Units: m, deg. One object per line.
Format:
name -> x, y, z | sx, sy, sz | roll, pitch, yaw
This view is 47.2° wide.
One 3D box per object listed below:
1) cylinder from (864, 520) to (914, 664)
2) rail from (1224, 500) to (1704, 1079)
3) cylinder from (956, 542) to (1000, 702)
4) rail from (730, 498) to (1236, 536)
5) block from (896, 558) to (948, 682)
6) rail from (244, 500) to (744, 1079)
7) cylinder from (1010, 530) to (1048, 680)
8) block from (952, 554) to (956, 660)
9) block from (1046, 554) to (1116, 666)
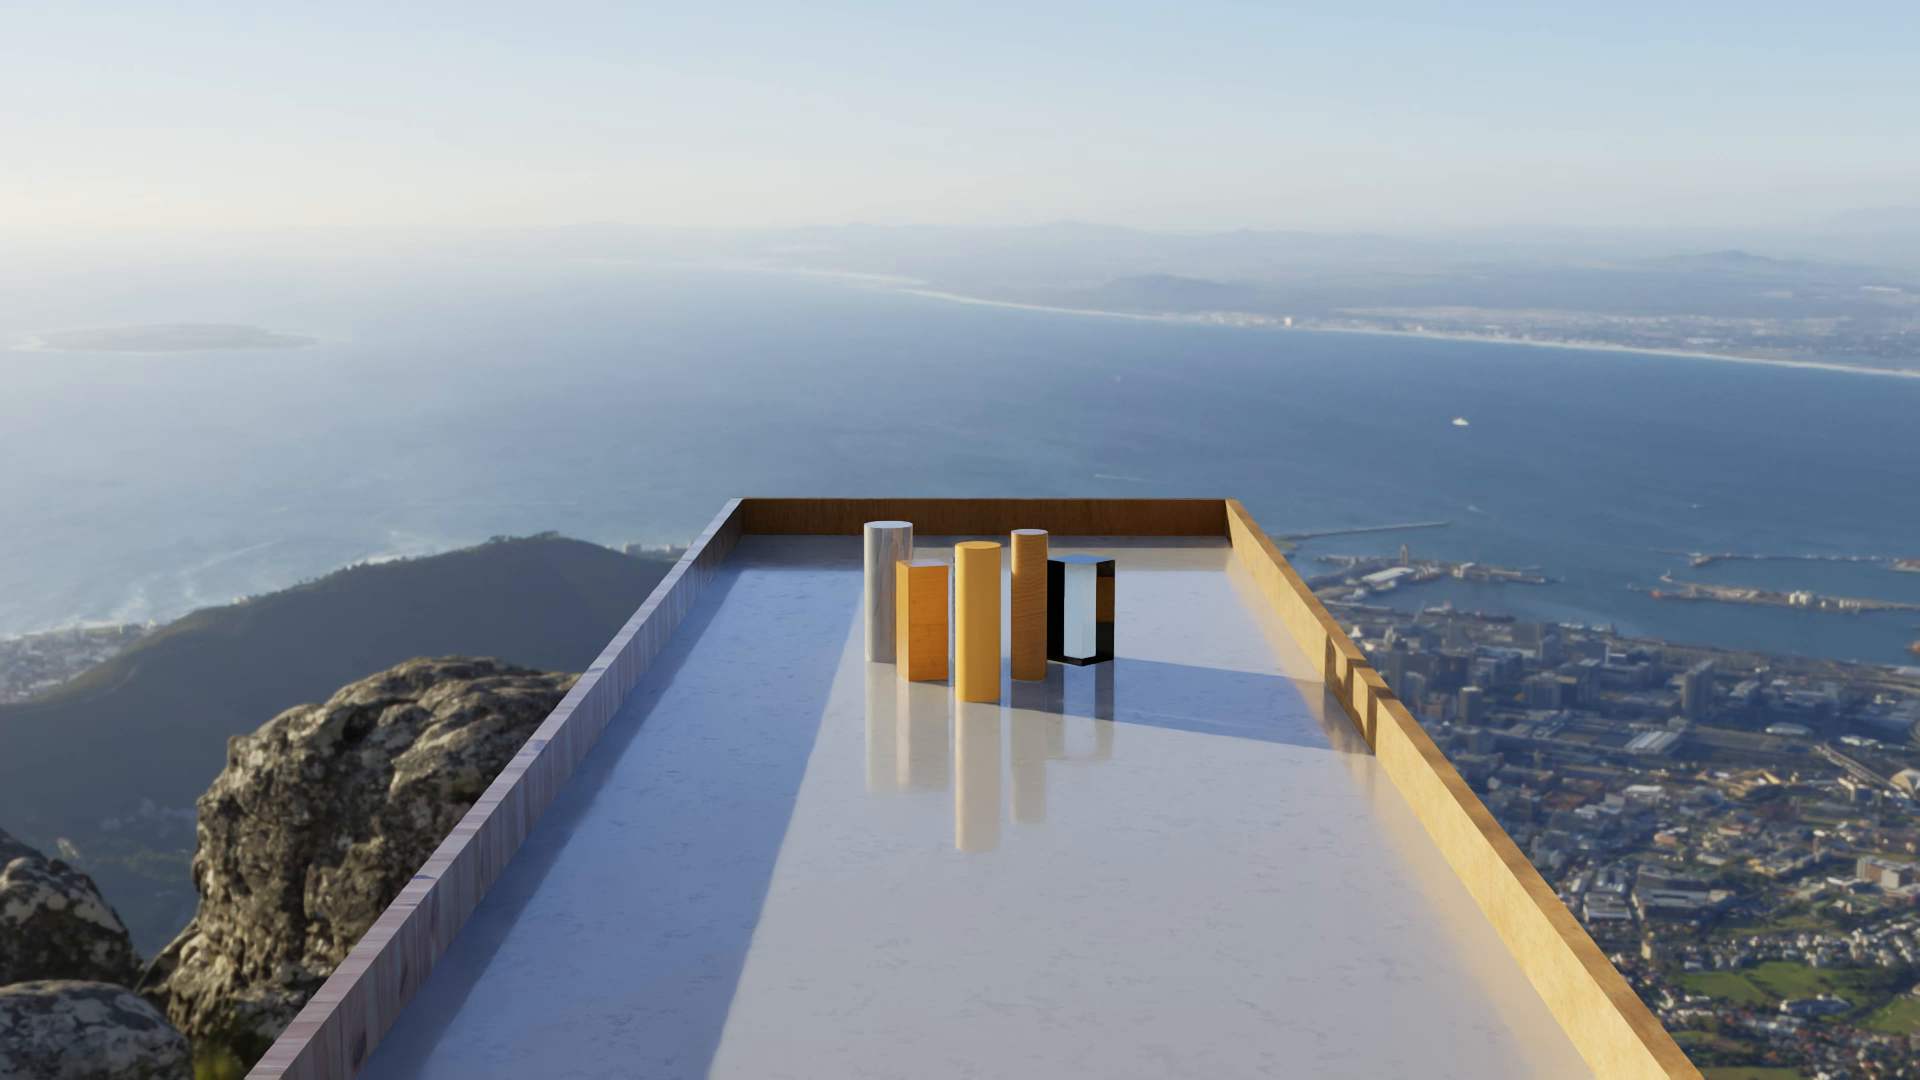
cylinder -> -0.216, 0.157, 6.699 | 0.149, 0.413, 0.149 | 0, 9, 0
rail -> 1.046, 0.843, 3.208 | 0.050, 0.150, 12.000 | 0, 9, 1
cylinder -> 0.051, 0.229, 6.174 | 0.128, 0.436, 0.128 | 0, 9, 0
rail -> 0.099, -0.098, 9.147 | 2.100, 0.150, 0.050 | 0, 9, 1
block -> -0.110, 0.234, 6.456 | 0.122, 0.337, 0.122 | -3, 9, -18
rail -> -1.004, 0.839, 3.234 | 0.050, 0.150, 12.000 | 0, 9, 1
cylinder -> 0.202, 0.189, 6.437 | 0.107, 0.432, 0.107 | 0, 9, 0
block -> 0.047, 0.207, 6.677 | 0.112, 0.322, 0.112 | -3, 10, -20
block -> 0.366, 0.211, 6.686 | 0.147, 0.310, 0.147 | 9, 13, 44
